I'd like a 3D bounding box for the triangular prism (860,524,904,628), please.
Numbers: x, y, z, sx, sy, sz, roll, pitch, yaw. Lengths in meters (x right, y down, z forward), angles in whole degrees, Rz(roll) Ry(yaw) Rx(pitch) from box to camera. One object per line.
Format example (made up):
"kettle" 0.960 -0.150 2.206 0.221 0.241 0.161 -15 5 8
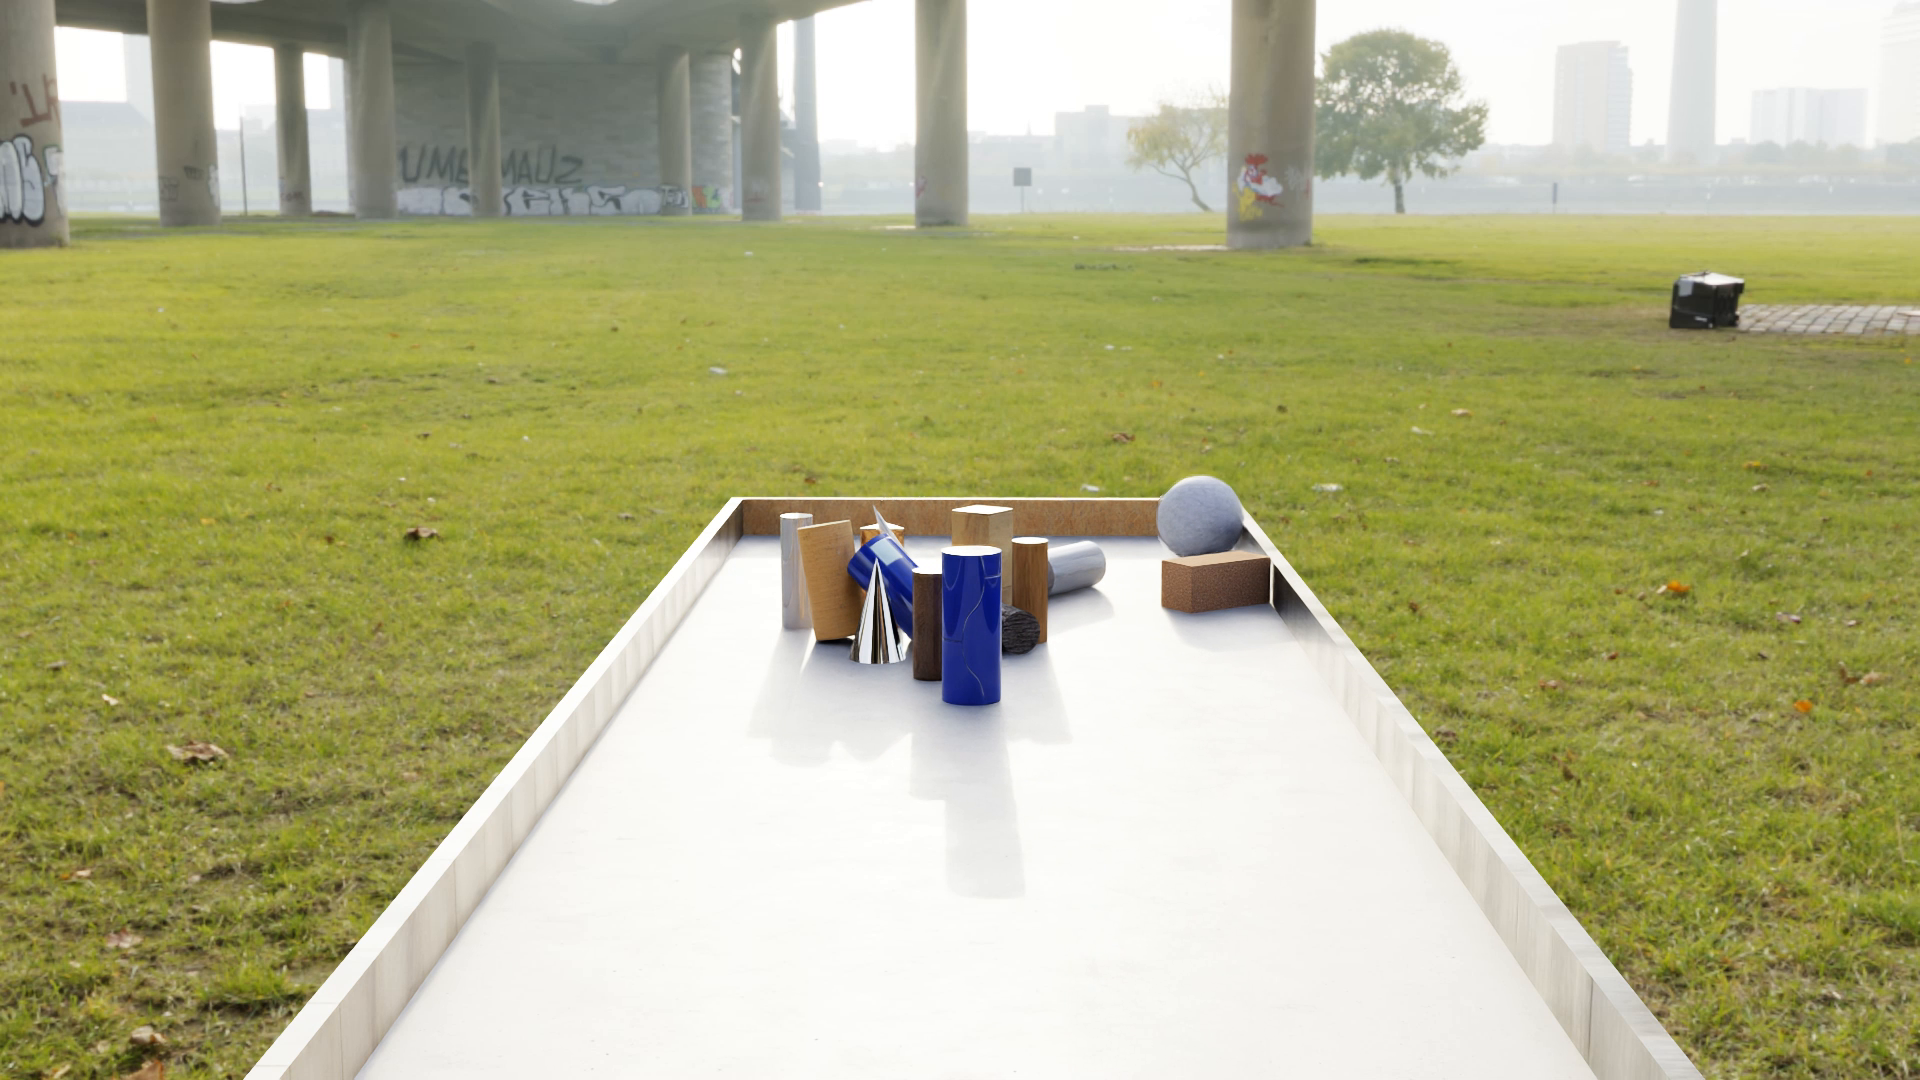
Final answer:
"triangular prism" -0.250 0.115 7.232 0.140 0.329 0.121 0 9 3

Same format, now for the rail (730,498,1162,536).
"rail" 0.099 -0.098 9.147 2.100 0.150 0.050 0 9 1

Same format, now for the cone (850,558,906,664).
"cone" -0.254 0.206 6.710 0.174 0.313 0.174 0 9 0

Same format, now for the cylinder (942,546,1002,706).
"cylinder" 0.032 0.238 6.154 0.168 0.423 0.168 0 9 0

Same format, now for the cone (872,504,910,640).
"cone" -0.188 0.081 7.023 0.157 0.450 0.157 -24 -14 -6

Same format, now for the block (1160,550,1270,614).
"block" 0.883 0.143 7.589 0.355 0.162 0.162 -6 11 -33

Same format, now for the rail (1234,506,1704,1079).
"rail" 1.046 0.843 3.208 0.050 0.150 12.000 0 9 1

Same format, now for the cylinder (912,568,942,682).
"cylinder" -0.082 0.246 6.440 0.113 0.319 0.113 0 9 0

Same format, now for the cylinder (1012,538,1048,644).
"cylinder" 0.221 0.160 6.967 0.113 0.322 0.113 0 9 0

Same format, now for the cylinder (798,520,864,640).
"cylinder" -0.403 0.127 6.980 0.171 0.358 0.171 -9 3 0

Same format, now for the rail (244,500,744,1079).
"rail" -1.004 0.839 3.234 0.050 0.150 12.000 0 9 1

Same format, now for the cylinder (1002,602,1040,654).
"cylinder" 0.100 0.258 6.947 0.137 0.137 0.402 -4 10 -25

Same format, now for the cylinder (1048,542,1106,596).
"cylinder" 0.362 0.106 7.821 0.164 0.164 0.326 7 11 37

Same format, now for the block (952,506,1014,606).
"block" 0.074 0.089 7.223 0.145 0.383 0.145 6 11 34

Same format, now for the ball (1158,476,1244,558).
"ball" 0.924 -0.080 8.452 0.332 0.332 0.332 0 9 0

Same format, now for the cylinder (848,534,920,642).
"cylinder" -0.171 0.163 6.839 0.352 0.176 0.176 46 28 18

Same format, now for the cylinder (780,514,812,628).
"cylinder" -0.534 0.101 7.203 0.106 0.366 0.106 0 9 0
